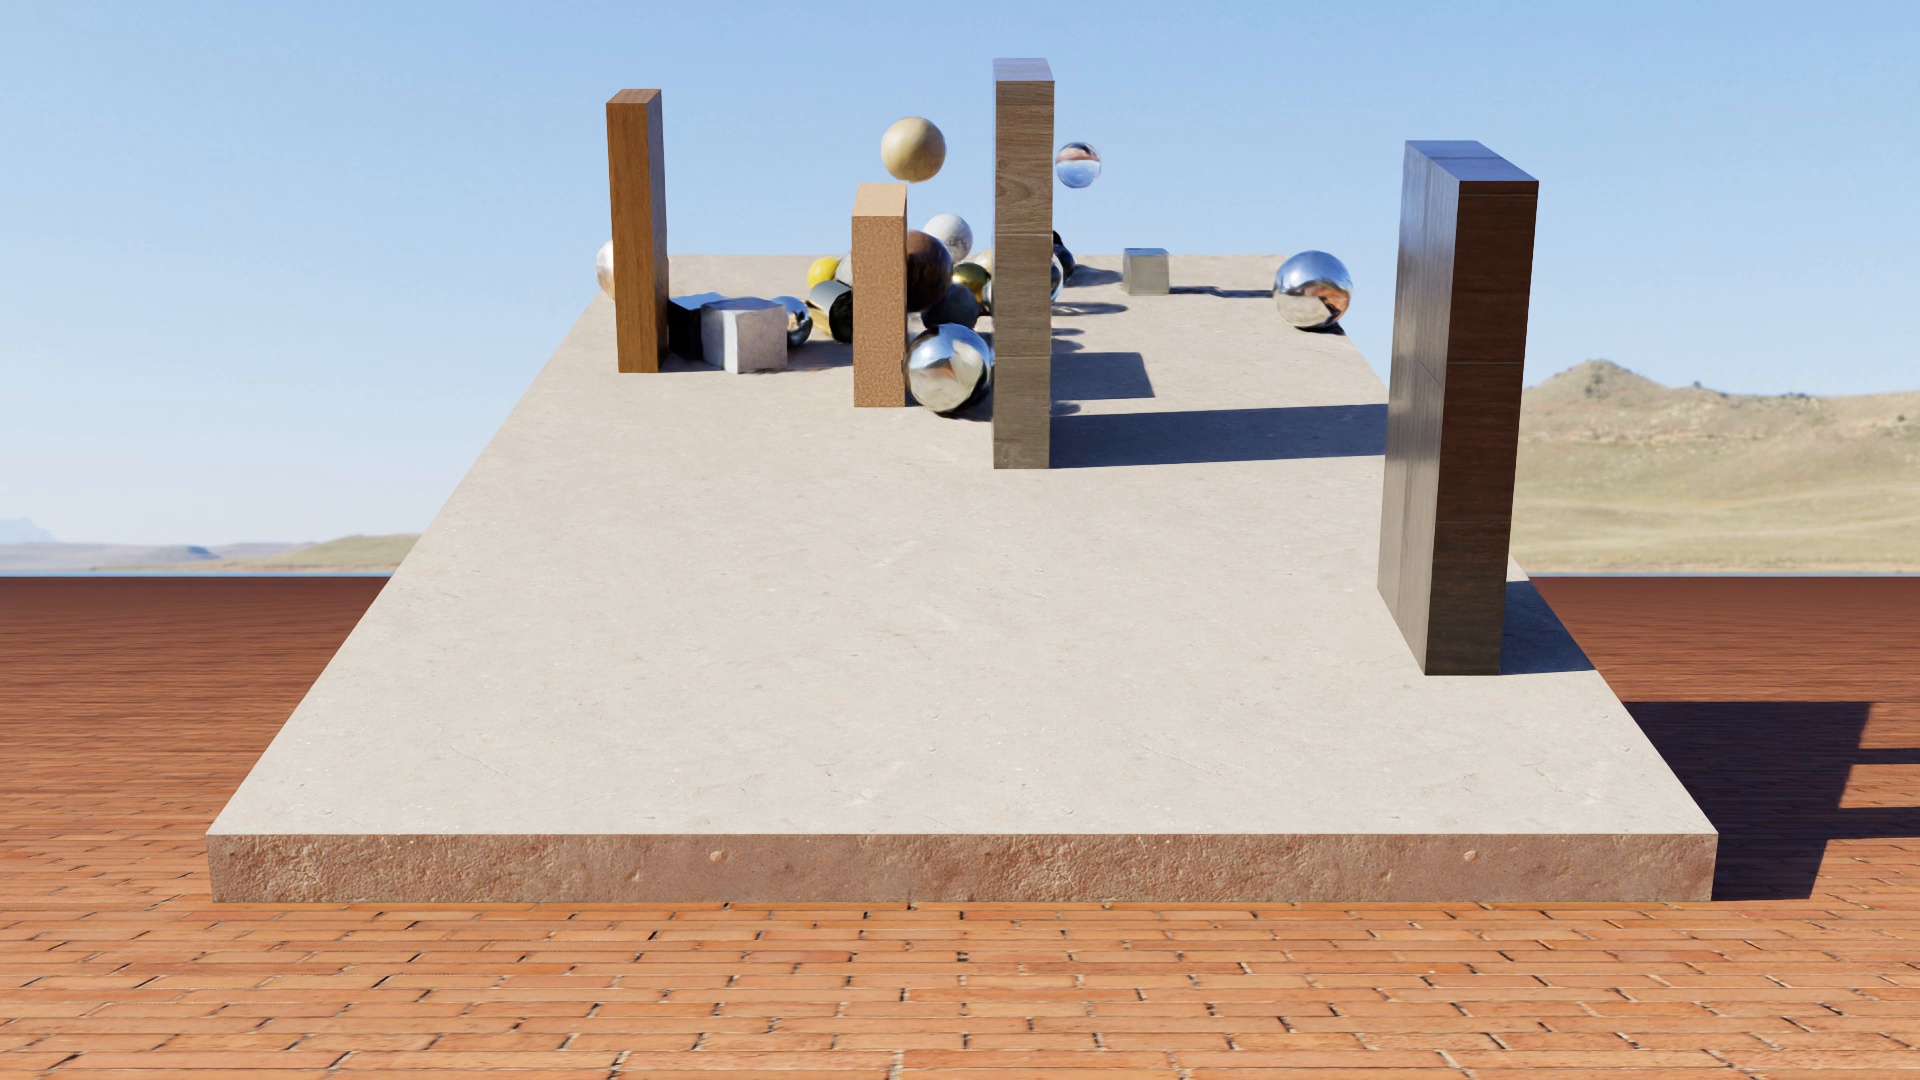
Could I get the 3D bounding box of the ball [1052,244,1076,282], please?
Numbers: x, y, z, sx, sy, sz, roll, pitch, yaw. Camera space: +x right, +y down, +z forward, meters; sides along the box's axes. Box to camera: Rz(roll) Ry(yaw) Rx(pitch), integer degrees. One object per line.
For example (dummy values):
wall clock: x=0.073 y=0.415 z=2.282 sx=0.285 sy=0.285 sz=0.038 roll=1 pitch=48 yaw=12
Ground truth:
ball: x=0.269 y=-0.778 z=6.330 sx=0.113 sy=0.113 sz=0.113 roll=0 pitch=-1 yaw=0

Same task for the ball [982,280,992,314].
ball: x=0.109 y=-0.621 z=5.720 sx=0.108 sy=0.108 sz=0.108 roll=0 pitch=-1 yaw=0

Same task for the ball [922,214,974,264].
ball: x=-0.037 y=-0.875 z=6.515 sx=0.152 sy=0.152 sz=0.152 roll=0 pitch=-1 yaw=0

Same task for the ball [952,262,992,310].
ball: x=0.024 y=-0.673 z=5.972 sx=0.135 sy=0.135 sz=0.135 roll=0 pitch=-1 yaw=0

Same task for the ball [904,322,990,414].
ball: x=-0.025 y=-0.381 z=4.978 sx=0.202 sy=0.202 sz=0.202 roll=0 pitch=-1 yaw=0

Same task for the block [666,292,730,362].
block: x=-0.632 y=-0.525 z=5.512 sx=0.130 sy=0.130 sz=0.130 roll=-12 pitch=23 yaw=-29

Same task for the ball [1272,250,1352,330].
ball: x=0.911 y=-0.646 z=5.784 sx=0.204 sy=0.204 sz=0.204 roll=0 pitch=-1 yaw=0

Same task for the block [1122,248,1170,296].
block: x=0.519 y=-0.749 z=6.241 sx=0.112 sy=0.112 sz=0.112 roll=-1 pitch=18 yaw=-4

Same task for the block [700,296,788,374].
block: x=-0.522 y=-0.497 z=5.415 sx=0.147 sy=0.147 sz=0.147 roll=-15 pitch=23 yaw=-38

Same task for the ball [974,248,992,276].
ball: x=0.097 y=-0.752 z=6.231 sx=0.124 sy=0.124 sz=0.124 roll=0 pitch=-1 yaw=0

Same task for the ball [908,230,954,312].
ball: x=-0.115 y=-0.661 z=5.511 sx=0.200 sy=0.200 sz=0.200 roll=0 pitch=-1 yaw=0

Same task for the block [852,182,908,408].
block: x=-0.183 y=-0.576 z=5.198 sx=0.114 sy=0.434 sz=0.449 roll=0 pitch=18 yaw=0

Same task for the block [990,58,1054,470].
block: x=0.125 y=-0.579 z=4.649 sx=0.114 sy=0.784 sz=0.399 roll=0 pitch=18 yaw=0

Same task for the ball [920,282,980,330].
ball: x=-0.026 y=-0.580 z=5.665 sx=0.150 sy=0.150 sz=0.150 roll=0 pitch=-1 yaw=0

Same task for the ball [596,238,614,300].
ball: x=-0.886 y=-0.733 z=6.055 sx=0.195 sy=0.195 sz=0.195 roll=0 pitch=-1 yaw=0

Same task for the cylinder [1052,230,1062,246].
cylinder: x=0.200 y=-0.846 z=6.486 sx=0.143 sy=0.143 sz=0.143 roll=0 pitch=16 yaw=-32

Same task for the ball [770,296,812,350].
ball: x=-0.434 y=-0.541 z=5.571 sx=0.134 sy=0.134 sz=0.134 roll=0 pitch=-1 yaw=0

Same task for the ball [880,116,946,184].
ball: x=-0.130 y=-1.089 z=6.255 sx=0.185 sy=0.185 sz=0.185 roll=0 pitch=-1 yaw=0

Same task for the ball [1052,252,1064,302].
ball: x=0.188 y=-0.703 z=5.990 sx=0.181 sy=0.181 sz=0.181 roll=0 pitch=-1 yaw=0

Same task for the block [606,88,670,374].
block: x=-0.769 y=-0.745 z=5.382 sx=0.094 sy=0.638 sz=0.277 roll=0 pitch=18 yaw=0

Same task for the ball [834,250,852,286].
ball: x=-0.233 y=-0.682 z=5.904 sx=0.195 sy=0.195 sz=0.195 roll=0 pitch=-1 yaw=0

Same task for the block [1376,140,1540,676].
block: x=0.783 y=-0.220 z=3.574 sx=0.116 sy=0.773 sz=0.412 roll=0 pitch=18 yaw=0

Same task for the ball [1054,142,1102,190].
ball: x=0.319 y=-1.010 z=6.040 sx=0.127 sy=0.127 sz=0.127 roll=0 pitch=-1 yaw=0

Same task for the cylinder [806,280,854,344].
cylinder: x=-0.301 y=-0.580 z=5.676 sx=0.138 sy=0.138 sz=0.138 roll=0 pitch=17 yaw=-30

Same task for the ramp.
ramp: x=-0.004 y=-0.189 z=4.875 sx=2.000 sy=0.100 sz=4.000 roll=0 pitch=18 yaw=0

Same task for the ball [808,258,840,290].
ball: x=-0.359 y=-0.715 z=6.127 sx=0.117 sy=0.117 sz=0.117 roll=0 pitch=-1 yaw=0
